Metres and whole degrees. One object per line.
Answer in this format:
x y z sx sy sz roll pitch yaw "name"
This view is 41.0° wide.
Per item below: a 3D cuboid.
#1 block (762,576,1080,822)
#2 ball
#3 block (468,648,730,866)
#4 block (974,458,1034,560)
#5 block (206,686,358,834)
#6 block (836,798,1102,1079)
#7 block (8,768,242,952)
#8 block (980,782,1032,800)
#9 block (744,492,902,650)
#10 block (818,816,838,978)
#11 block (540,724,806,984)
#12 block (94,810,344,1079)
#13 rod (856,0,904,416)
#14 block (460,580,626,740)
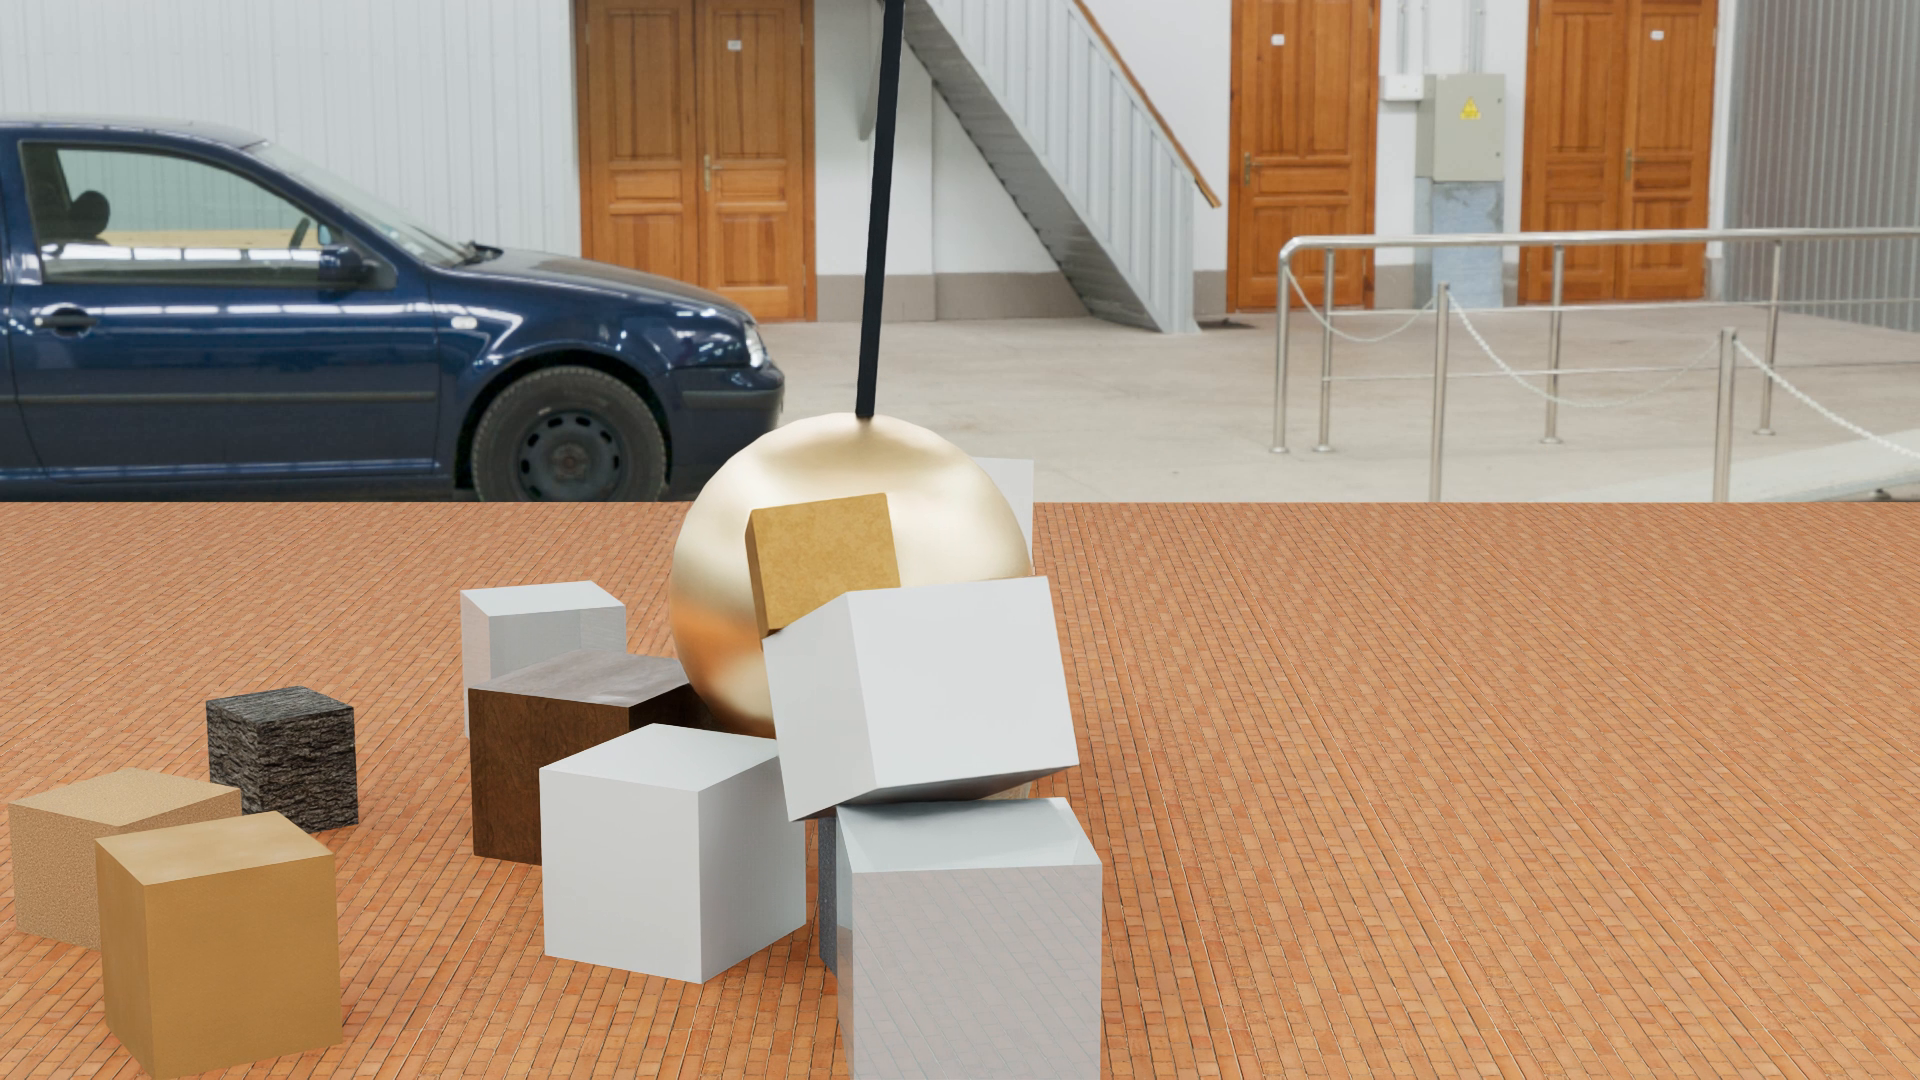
-0.166 0.614 9.796 0.828 0.721 0.869 -4 -12 -26 "block"
-0.474 0.242 11.224 1.600 1.600 1.600 0 10 0 "ball"
-1.637 1.009 11.825 0.848 0.783 0.902 5 11 25 "block"
-0.065 -0.075 13.121 0.622 0.682 0.618 1 0 -37 "block"
-3.215 1.054 12.170 0.486 0.571 0.561 -8 13 -39 "block"
0.014 1.456 9.242 0.860 0.829 0.831 -1 10 -7 "block"
-3.466 1.332 10.703 0.662 0.550 0.643 6 12 30 "block"
-0.073 0.801 12.581 0.820 0.922 0.911 1 10 6 "block"
-0.544 0.129 10.161 0.531 0.475 0.489 -8 -11 -10 "block"
-0.164 1.408 10.048 0.622 0.635 0.691 -3 11 -18 "block"
-1.159 1.258 10.476 0.745 0.778 0.813 5 12 26 "block"
-2.728 1.474 9.436 0.683 0.723 0.659 -7 12 -32 "block"
-0.206 -3.092 10.618 0.080 5.200 0.080 4 10 -1 "rod"
-2.195 0.694 13.530 0.713 0.794 0.717 -4 11 -22 "block"
